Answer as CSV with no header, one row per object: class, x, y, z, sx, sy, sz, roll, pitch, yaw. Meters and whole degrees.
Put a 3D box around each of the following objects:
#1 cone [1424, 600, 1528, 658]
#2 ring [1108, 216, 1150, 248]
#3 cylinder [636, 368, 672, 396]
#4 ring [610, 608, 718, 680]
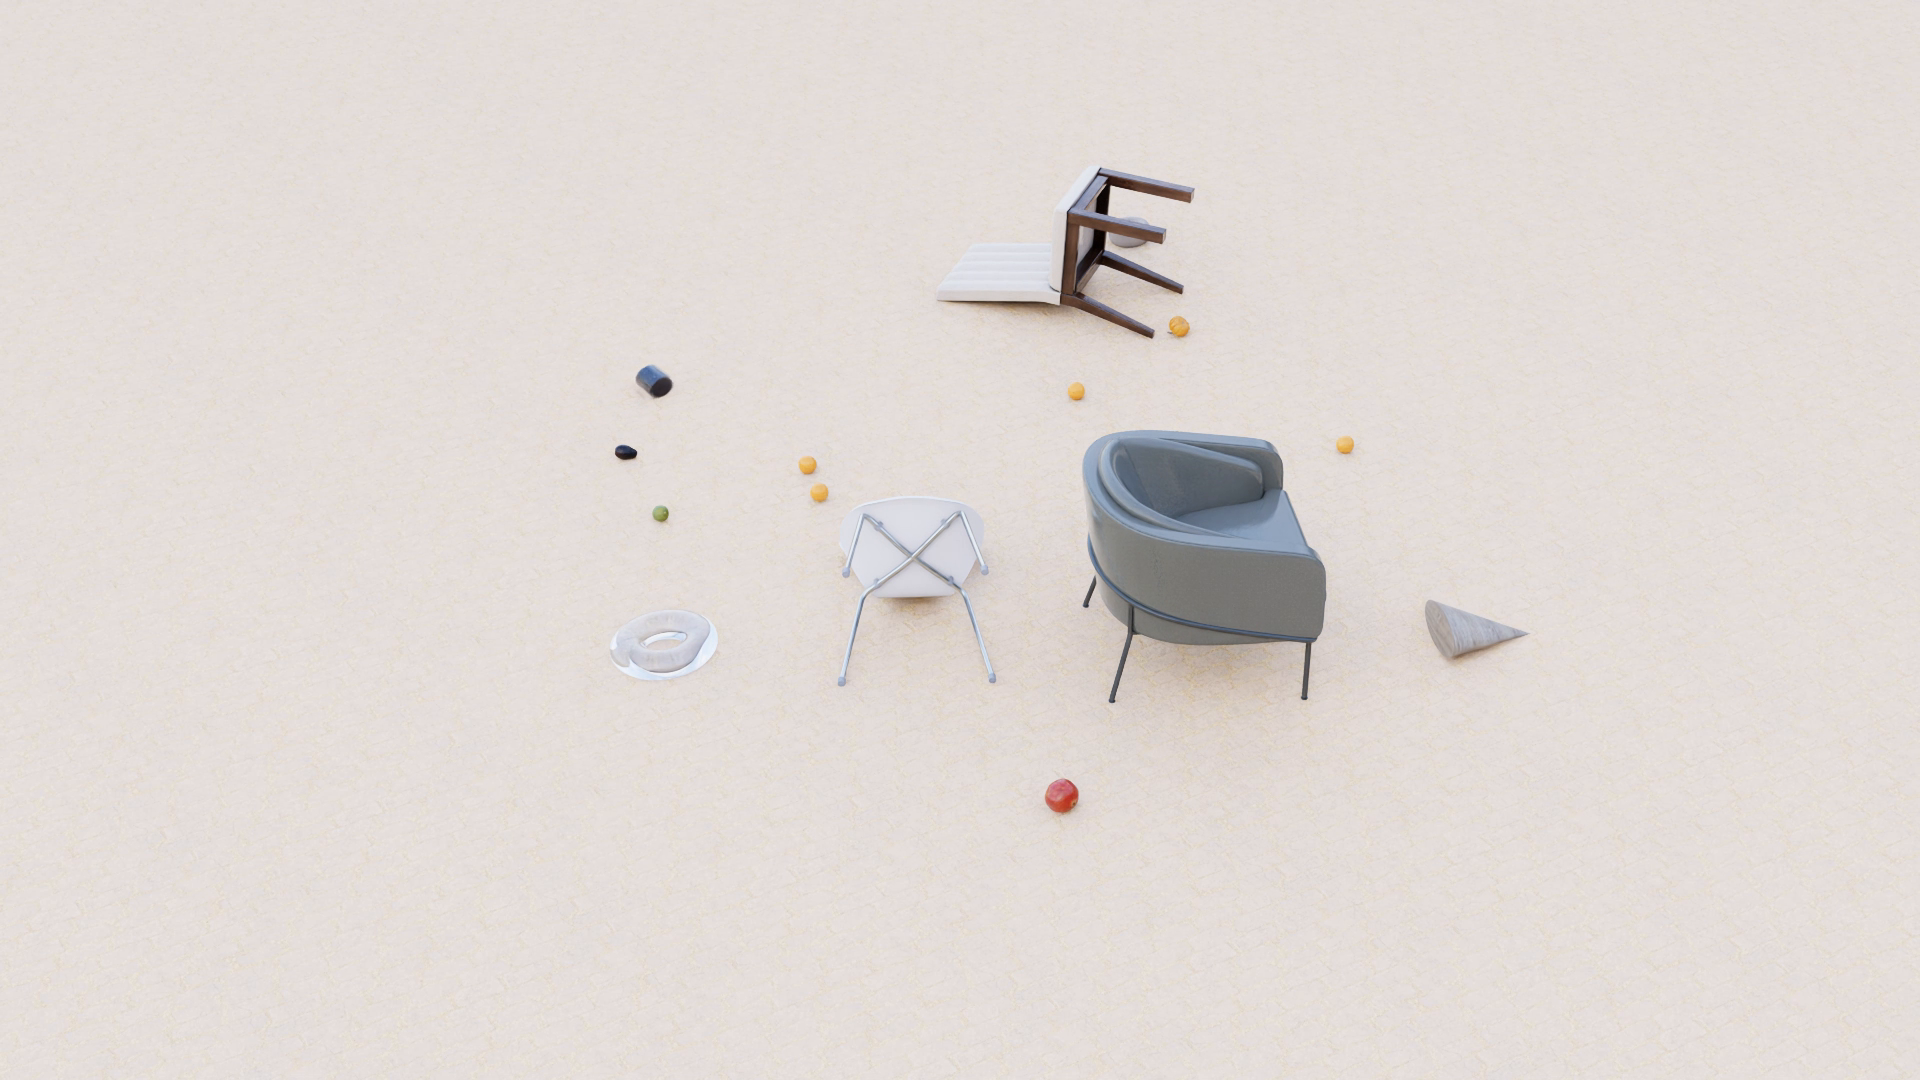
cone,1.862,0.323,10.396,0.351,0.131,0.315,4,31,-14
ring,0.748,-1.357,12.916,0.190,0.098,0.142,-8,36,-10
cylinder,-1.235,-0.639,11.835,0.105,0.086,0.121,-47,37,-20
ring,-1.040,0.366,10.300,0.394,0.099,0.348,-22,40,-29
